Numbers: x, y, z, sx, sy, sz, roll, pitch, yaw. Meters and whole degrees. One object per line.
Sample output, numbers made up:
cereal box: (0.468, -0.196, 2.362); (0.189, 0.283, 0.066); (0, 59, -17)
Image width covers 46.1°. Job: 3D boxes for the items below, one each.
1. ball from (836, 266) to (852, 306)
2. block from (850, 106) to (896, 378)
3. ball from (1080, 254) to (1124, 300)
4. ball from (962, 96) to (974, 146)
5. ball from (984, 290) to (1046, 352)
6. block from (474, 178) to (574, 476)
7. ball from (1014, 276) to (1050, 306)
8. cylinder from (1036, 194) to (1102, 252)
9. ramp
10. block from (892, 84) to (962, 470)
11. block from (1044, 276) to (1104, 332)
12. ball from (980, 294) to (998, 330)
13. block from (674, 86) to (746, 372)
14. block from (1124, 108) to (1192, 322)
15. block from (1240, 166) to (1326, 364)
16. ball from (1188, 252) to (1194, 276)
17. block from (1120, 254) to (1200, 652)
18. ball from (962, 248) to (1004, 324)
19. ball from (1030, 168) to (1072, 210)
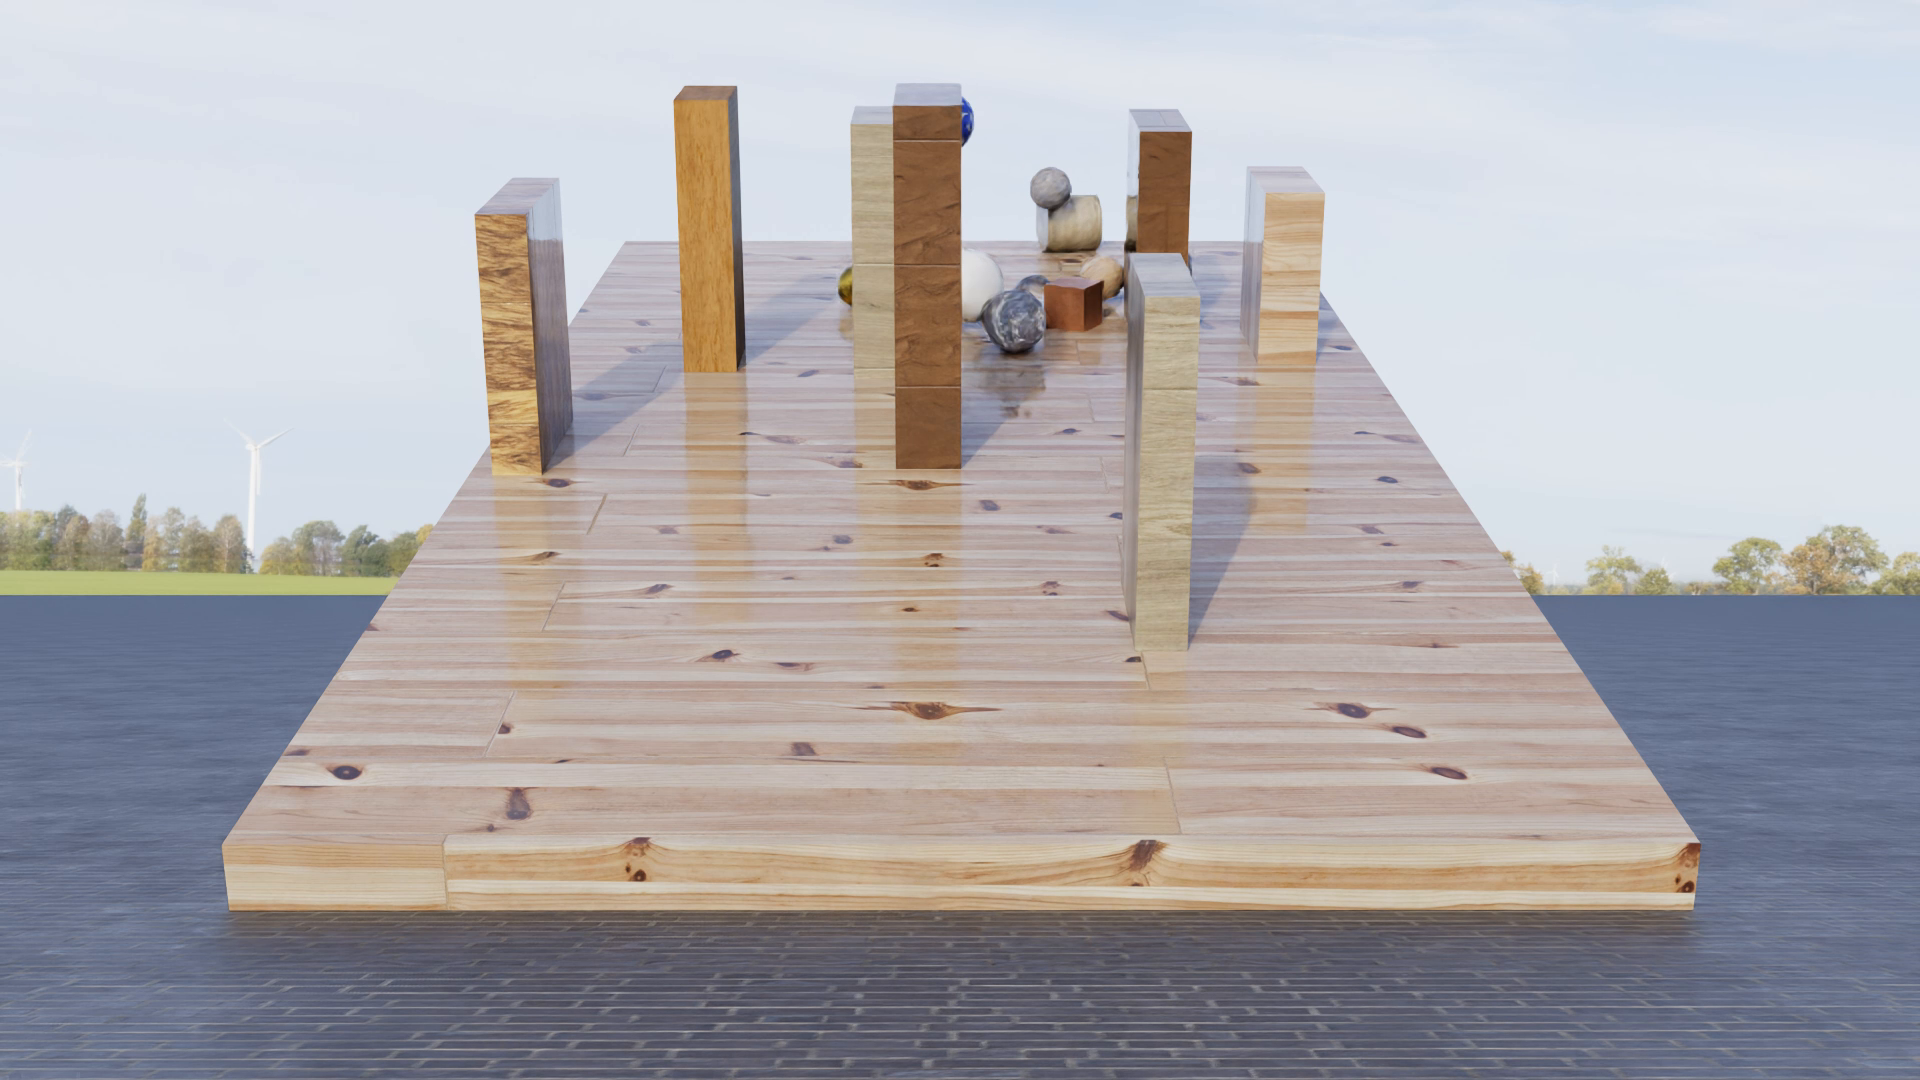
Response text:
ball: (-0.271, -0.674, 5.991); (0.111, 0.111, 0.111); (0, -1, 0)
block: (-0.201, -0.709, 5.352); (0.098, 0.598, 0.278); (0, 19, 0)
ball: (0.381, -0.705, 6.051); (0.123, 0.123, 0.123); (0, -1, 0)
ball: (-0.045, -1.188, 6.404); (0.175, 0.175, 0.175); (0, -1, 0)
ball: (0.136, -0.539, 5.541); (0.154, 0.154, 0.154); (0, -1, 0)
block: (-0.905, -0.453, 4.708); (0.101, 0.537, 0.408); (0, 19, 0)
ball: (0.194, -0.629, 5.855); (0.117, 0.117, 0.117); (0, -1, 0)
cylinder: (0.322, -0.939, 6.673); (0.162, 0.162, 0.162); (-4, 0, -11)
ramp: (-0.004, -0.200, 4.953); (2.000, 0.100, 4.000); (0, 19, 0)
block: (-0.065, -0.548, 4.672); (0.135, 0.743, 0.312); (0, 19, 0)
block: (0.292, -0.607, 5.799); (0.113, 0.113, 0.113); (10, 22, 26)
ball: (0.107, -0.562, 5.671); (0.113, 0.113, 0.113); (0, -1, 0)
block: (-0.595, -0.744, 5.385); (0.126, 0.642, 0.243); (0, 19, 0)
block: (0.498, -0.800, 5.719); (0.127, 0.530, 0.373); (0, 19, 0)
block: (0.790, -0.682, 5.556); (0.141, 0.416, 0.363); (0, 19, 0)
ball: (0.534, -0.725, 6.038); (0.180, 0.180, 0.180); (0, -1, 0)
block: (0.330, -0.151, 3.760); (0.086, 0.595, 0.325); (0, 19, 0)
ball: (0.019, -0.648, 5.758); (0.189, 0.189, 0.189); (0, -1, 0)
ball: (0.261, -1.015, 6.512); (0.122, 0.122, 0.122); (0, -1, 0)
